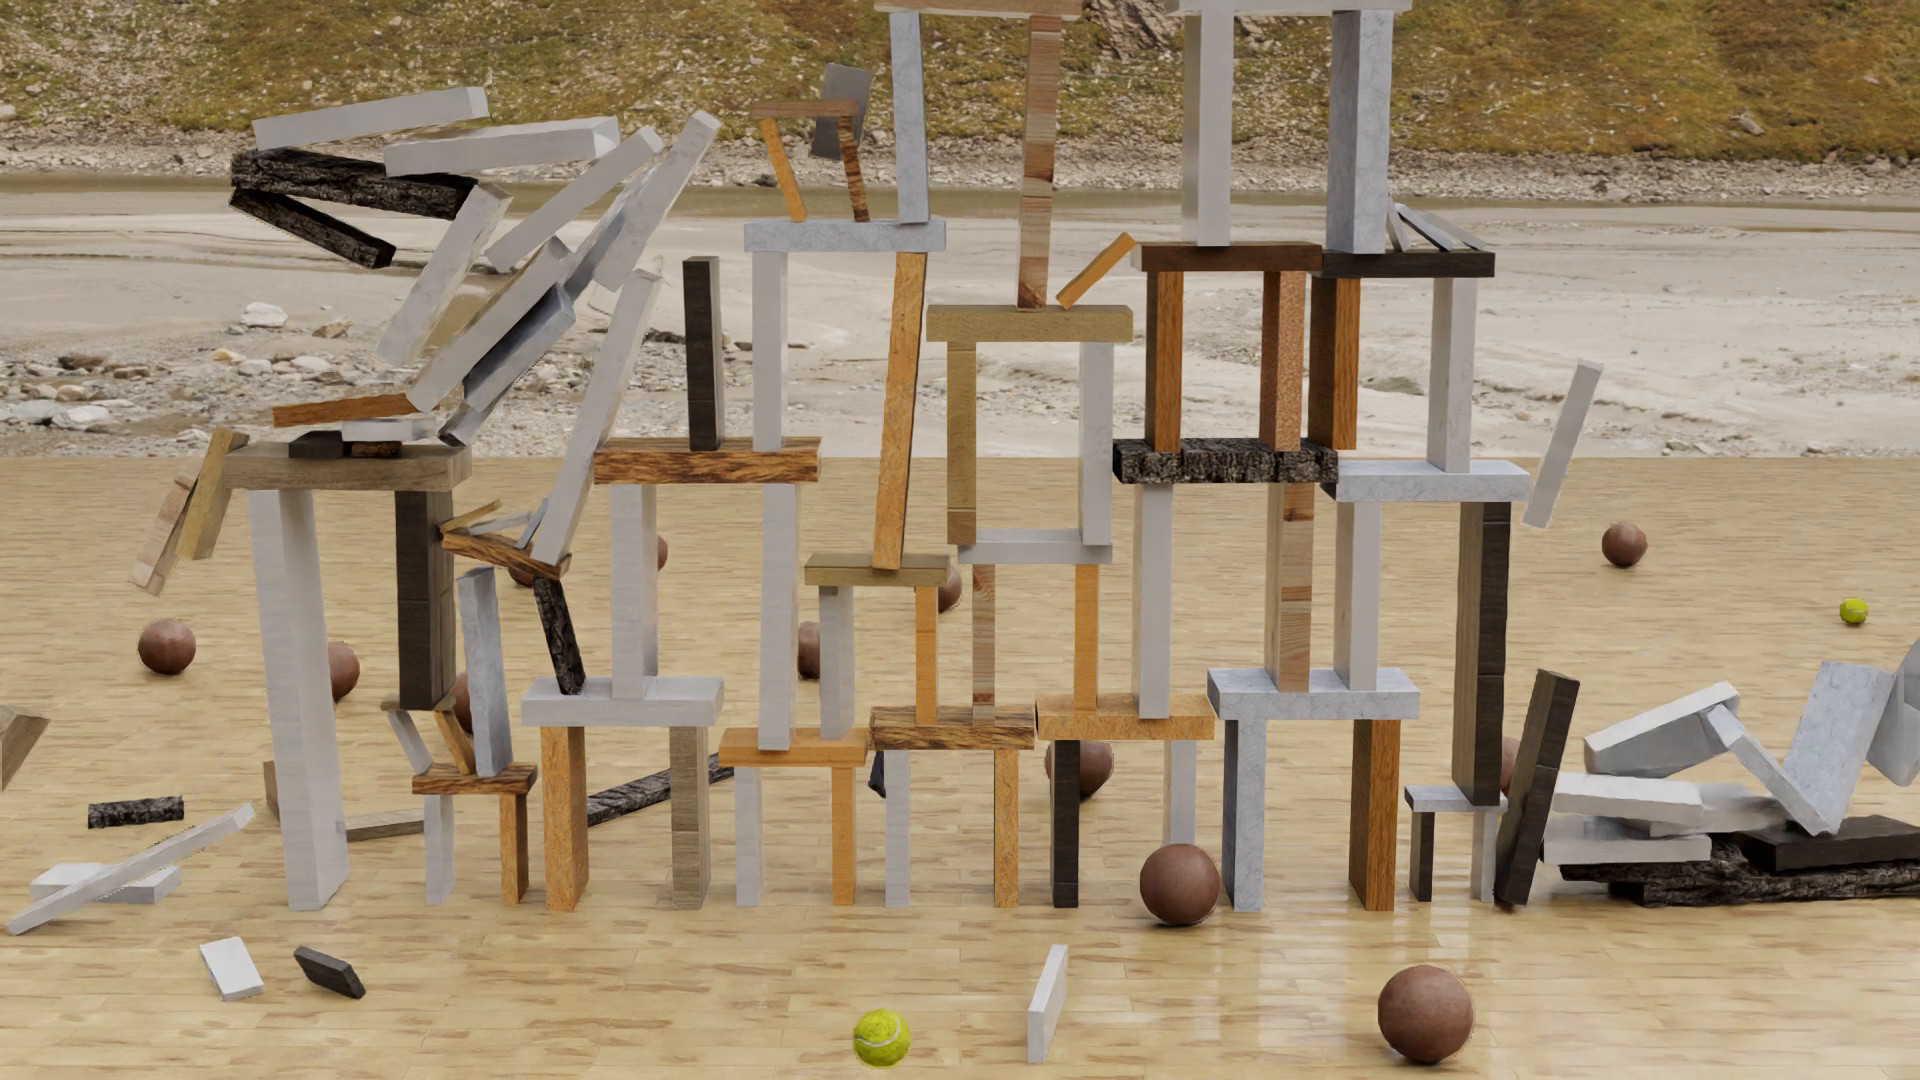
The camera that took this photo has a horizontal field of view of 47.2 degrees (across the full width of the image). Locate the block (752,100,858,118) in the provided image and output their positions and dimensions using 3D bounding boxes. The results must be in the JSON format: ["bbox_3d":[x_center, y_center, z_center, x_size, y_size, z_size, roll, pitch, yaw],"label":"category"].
[{"bbox_3d":[-0.242,-0.671,3.428,0.162,0.023,0.081,-2,11,-4],"label":"block"}]

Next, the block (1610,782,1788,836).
[{"bbox_3d":[1.221,0.447,3.662,0.271,0.038,0.135,0,11,-20],"label":"block"}]

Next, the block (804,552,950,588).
[{"bbox_3d":[-0.132,0.048,3.575,0.228,0.032,0.114,1,11,3],"label":"block"}]

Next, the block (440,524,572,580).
[{"bbox_3d":[-0.732,0.019,3.559,0.193,0.027,0.096,15,10,-2],"label":"block"}]

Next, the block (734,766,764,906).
[{"bbox_3d":[-0.349,0.474,3.645,0.034,0.237,0.118,0,11,0],"label":"block"}]

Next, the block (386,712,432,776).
[{"bbox_3d":[-0.904,0.327,3.617,0.016,0.111,0.055,-23,9,5],"label":"block"}]

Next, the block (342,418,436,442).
[{"bbox_3d":[-0.908,-0.177,3.506,0.107,0.030,0.214,0,5,-4],"label":"block"}]

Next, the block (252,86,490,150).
[{"bbox_3d":[-0.916,-0.660,3.437,0.330,0.047,0.165,-9,12,-1],"label":"block"}]

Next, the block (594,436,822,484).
[{"bbox_3d":[-0.401,-0.129,3.541,0.350,0.050,0.175,0,11,-1],"label":"block"}]

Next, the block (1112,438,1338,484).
[{"bbox_3d":[0.419,-0.128,3.527,0.340,0.048,0.170,-1,11,-3],"label":"block"}]

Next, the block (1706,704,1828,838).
[{"bbox_3d":[1.325,0.378,3.611,0.033,0.230,0.115,-42,15,16],"label":"block"}]

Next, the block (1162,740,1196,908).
[{"bbox_3d":[0.363,0.450,3.646,0.040,0.284,0.142,0,11,0],"label":"block"}]

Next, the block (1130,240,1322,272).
[{"bbox_3d":[0.417,-0.448,3.468,0.281,0.040,0.140,0,11,-2],"label":"block"}]

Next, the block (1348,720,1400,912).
[{"bbox_3d":[0.684,0.432,3.637,0.046,0.322,0.161,0,11,0],"label":"block"}]

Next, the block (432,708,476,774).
[{"bbox_3d":[-0.830,0.327,3.617,0.016,0.111,0.055,-22,10,4],"label":"block"}]

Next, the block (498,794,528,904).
[{"bbox_3d":[-0.740,0.499,3.648,0.027,0.187,0.094,1,11,0],"label":"block"}]

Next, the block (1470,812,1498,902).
[{"bbox_3d":[0.870,0.515,3.652,0.022,0.154,0.077,0,11,0],"label":"block"}]

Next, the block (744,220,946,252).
[{"bbox_3d":[-0.179,-0.481,3.476,0.310,0.044,0.155,0,11,0],"label":"block"}]

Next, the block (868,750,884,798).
[{"bbox_3d":[-0.127,0.406,4.087,0.021,0.147,0.073,-10,-36,34],"label":"block"}]

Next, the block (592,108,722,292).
[{"bbox_3d":[-0.474,-0.534,3.451,0.042,0.297,0.149,32,12,-9],"label":"block"}]

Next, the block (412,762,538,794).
[{"bbox_3d":[-0.799,0.393,3.628,0.187,0.027,0.094,0,11,0],"label":"block"}]

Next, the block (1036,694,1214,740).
[{"bbox_3d":[0.268,0.290,3.616,0.284,0.040,0.142,0,11,0],"label":"block"}]

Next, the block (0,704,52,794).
[{"bbox_3d":[-1.652,0.391,3.736,0.033,0.236,0.118,32,-5,9],"label":"block"}]

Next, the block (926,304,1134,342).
[{"bbox_3d":[0.109,-0.345,3.493,0.321,0.046,0.161,0,11,1],"label":"block"}]

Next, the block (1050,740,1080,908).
[{"bbox_3d":[0.173,0.450,3.645,0.040,0.284,0.142,0,11,0],"label":"block"}]

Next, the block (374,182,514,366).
[{"bbox_3d":[-0.814,-0.422,3.478,0.043,0.307,0.153,32,8,-8],"label":"block"}]

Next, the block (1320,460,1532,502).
[{"bbox_3d":[0.746,-0.096,3.542,0.308,0.044,0.154,0,11,-1],"label":"block"}]

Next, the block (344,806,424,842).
[{"bbox_3d":[-1.047,0.517,3.997,0.166,0.024,0.083,-5,12,-24],"label":"block"}]

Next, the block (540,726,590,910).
[{"bbox_3d":[-0.653,0.438,3.637,0.044,0.310,0.155,0,11,0],"label":"block"}]

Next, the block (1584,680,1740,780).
[{"bbox_3d":[1.185,0.342,3.714,0.266,0.133,0.038,-21,40,-6],"label":"block"}]

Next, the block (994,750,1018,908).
[{"bbox_3d":[0.076,0.458,3.643,0.038,0.268,0.134,0,11,0],"label":"block"}]

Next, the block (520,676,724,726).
[{"bbox_3d":[-0.549,0.264,3.605,0.310,0.044,0.155,0,11,0],"label":"block"}]

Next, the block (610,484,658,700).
[{"bbox_3d":[-0.529,0.068,3.576,0.050,0.350,0.175,1,11,0],"label":"block"}]

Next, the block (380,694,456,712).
[{"bbox_3d":[-0.888,0.266,3.606,0.111,0.016,0.055,0,10,0],"label":"block"}]

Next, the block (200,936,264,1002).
[{"bbox_3d":[-1.081,0.636,3.262,0.059,0.017,0.118,-10,34,-33],"label":"block"}]

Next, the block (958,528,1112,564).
[{"bbox_3d":[0.120,0.010,3.564,0.247,0.035,0.124,0,11,0],"label":"block"}]

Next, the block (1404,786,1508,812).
[{"bbox_3d":[0.819,0.428,3.637,0.154,0.022,0.077,0,11,0],"label":"block"}]

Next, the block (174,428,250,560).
[{"bbox_3d":[-1.205,-0.074,3.548,0.030,0.212,0.106,18,-1,-4],"label":"block"}]

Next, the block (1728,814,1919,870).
[{"bbox_3d":[1.463,0.508,3.701,0.289,0.041,0.144,-3,5,-11],"label":"block"}]

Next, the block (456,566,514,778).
[{"bbox_3d":[-0.776,0.214,3.599,0.027,0.333,0.096,-2,11,8],"label":"block"}]

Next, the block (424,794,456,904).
[{"bbox_3d":[-0.863,0.498,3.648,0.027,0.187,0.094,1,11,0],"label":"block"}]

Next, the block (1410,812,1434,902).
[{"bbox_3d":[0.767,0.515,3.654,0.022,0.154,0.077,0,11,0],"label":"block"}]

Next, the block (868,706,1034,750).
[{"bbox_3d":[-0.014,0.308,3.615,0.268,0.038,0.134,0,11,0],"label":"block"}]

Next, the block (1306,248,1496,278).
[{"bbox_3d":[0.694,-0.438,3.480,0.270,0.038,0.135,0,11,-2],"label":"block"}]

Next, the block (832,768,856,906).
[{"bbox_3d":[-0.192,0.474,3.647,0.034,0.237,0.118,0,11,0],"label":"block"}]

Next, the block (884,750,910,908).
[{"bbox_3d":[-0.103,0.458,3.643,0.038,0.268,0.134,0,11,0],"label":"block"}]

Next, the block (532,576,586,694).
[{"bbox_3d":[-0.653,0.147,3.584,0.027,0.193,0.096,-13,11,1],"label":"block"}]

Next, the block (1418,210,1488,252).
[{"bbox_3d":[0.777,-0.488,3.474,0.105,0.015,0.053,26,8,-7],"label":"block"}]

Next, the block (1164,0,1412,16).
[{"bbox_3d":[0.503,-0.841,3.403,0.354,0.050,0.177,-1,11,-3],"label":"block"}]

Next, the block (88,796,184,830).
[{"bbox_3d":[-1.525,0.504,4.071,0.164,0.023,0.082,-4,11,-19],"label":"block"}]

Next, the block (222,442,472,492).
[{"bbox_3d":[-0.983,-0.119,3.544,0.355,0.050,0.177,1,10,0],"label":"block"}]

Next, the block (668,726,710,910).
[{"bbox_3d":[-0.446,0.438,3.637,0.044,0.311,0.155,0,11,0],"label":"block"}]

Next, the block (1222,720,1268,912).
[{"bbox_3d":[0.469,0.432,3.636,0.046,0.322,0.161,0,11,-1],"label":"block"}]

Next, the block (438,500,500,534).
[{"bbox_3d":[-0.792,-0.039,3.553,0.096,0.014,0.048,-23,8,1],"label":"block"}]

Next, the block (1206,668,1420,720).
[{"bbox_3d":[0.576,0.251,3.604,0.322,0.046,0.161,0,11,-1],"label":"block"}]

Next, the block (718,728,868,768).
[{"bbox_3d":[-0.272,0.341,3.623,0.237,0.034,0.118,0,11,1],"label":"block"}]

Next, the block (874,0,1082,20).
[{"bbox_3d":[0.026,-0.838,3.404,0.316,0.045,0.158,2,11,-2],"label":"block"}]
